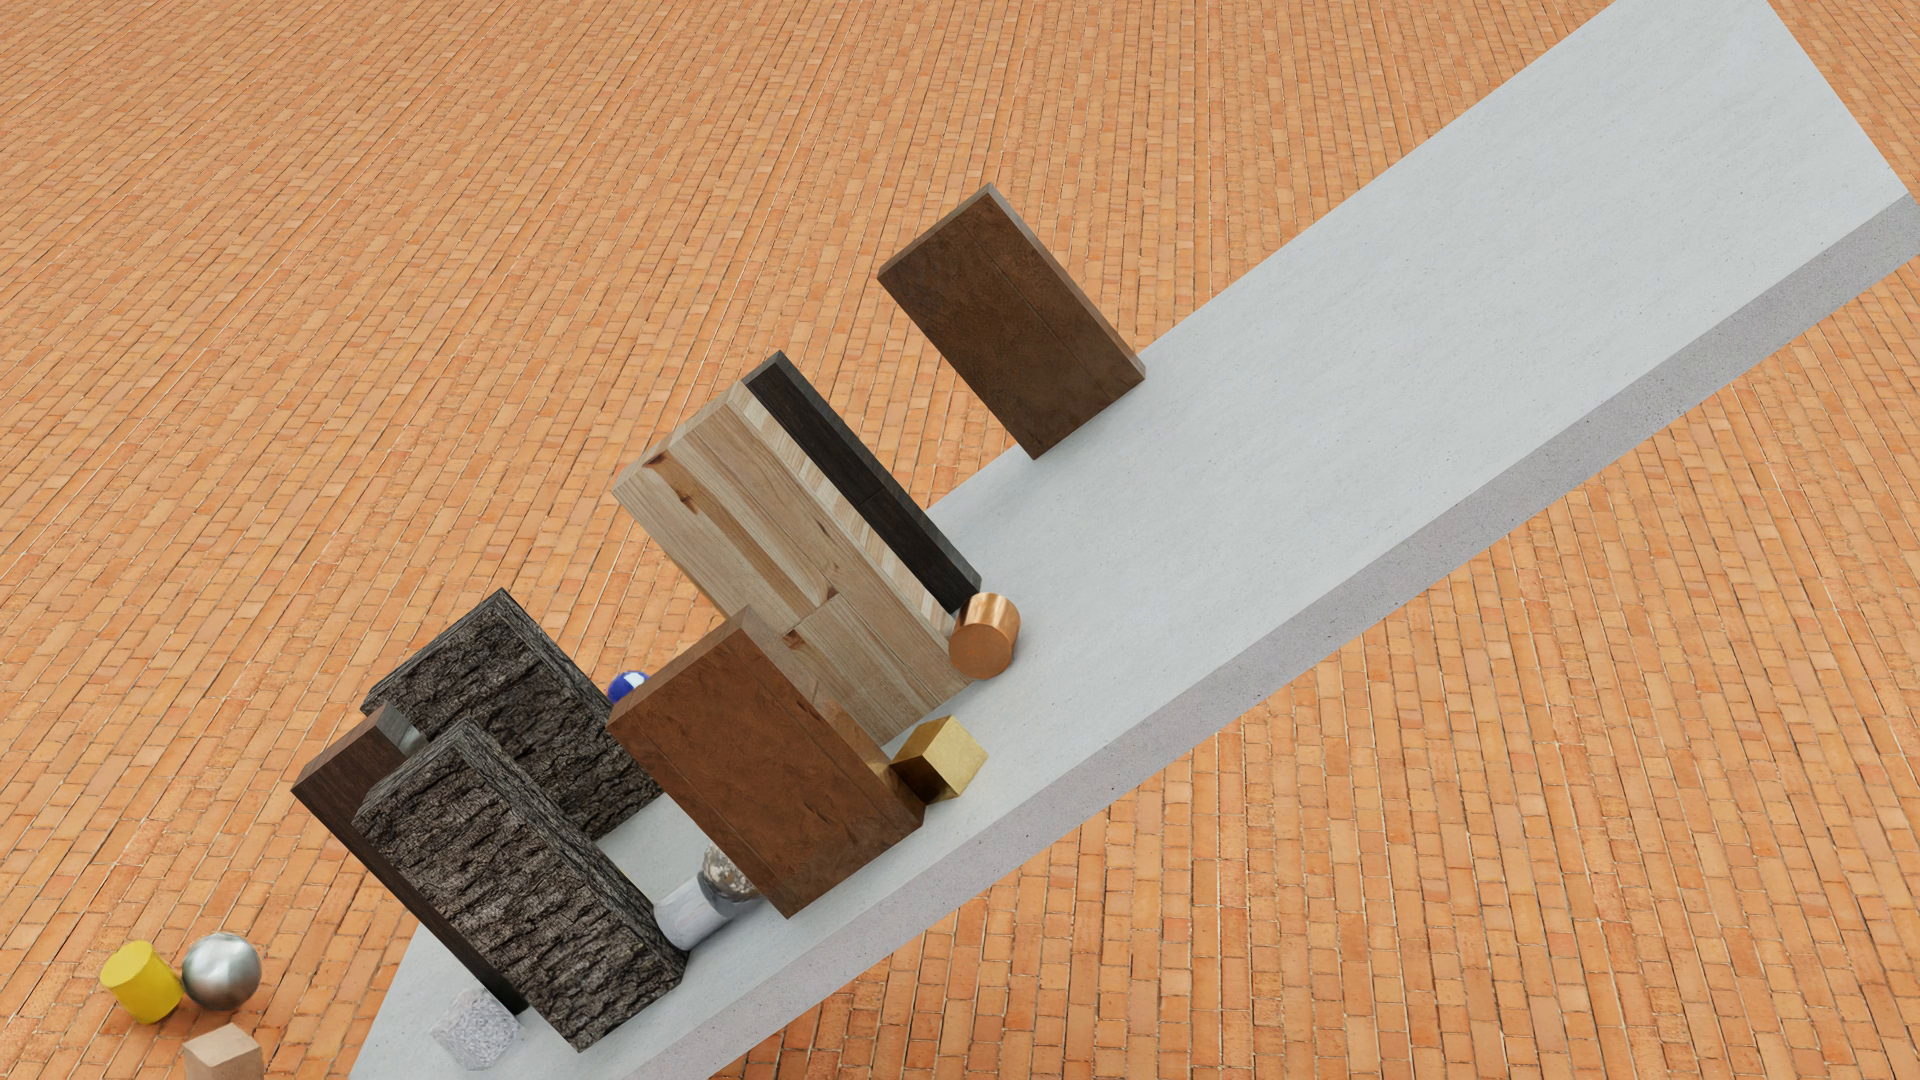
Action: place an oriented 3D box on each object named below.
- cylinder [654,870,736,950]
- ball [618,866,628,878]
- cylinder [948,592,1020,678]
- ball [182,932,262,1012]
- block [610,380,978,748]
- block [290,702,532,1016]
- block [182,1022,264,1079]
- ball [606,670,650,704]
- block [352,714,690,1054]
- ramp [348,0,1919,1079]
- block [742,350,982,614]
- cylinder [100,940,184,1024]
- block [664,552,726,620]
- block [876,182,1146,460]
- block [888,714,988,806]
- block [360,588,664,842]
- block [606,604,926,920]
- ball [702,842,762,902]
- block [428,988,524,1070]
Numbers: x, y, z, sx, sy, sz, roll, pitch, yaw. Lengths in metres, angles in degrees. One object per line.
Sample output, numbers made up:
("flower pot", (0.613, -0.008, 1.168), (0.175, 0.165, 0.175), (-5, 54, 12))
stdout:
("cylinder", (-0.539, 0.752, 5.976), (0.118, 0.118, 0.118), (-37, 19, 15))
("ball", (-0.781, 0.762, 6.393), (0.130, 0.130, 0.130), (0, 24, 0))
("cylinder", (0.051, 0.196, 6.049), (0.131, 0.131, 0.131), (4, 28, 8))
("ball", (-1.842, 1.077, 7.336), (0.195, 0.195, 0.195), (0, 24, 0))
("block", (-0.330, 0.071, 6.079), (0.330, 0.781, 0.115), (-36, 16, 18))
("block", (-1.097, 0.694, 6.359), (0.258, 0.707, 0.114), (-36, 16, 18))
("block", (-1.752, 1.259, 7.004), (0.134, 0.134, 0.134), (-20, 31, -38))
("ball", (-0.841, 0.407, 7.576), (0.142, 0.142, 0.142), (0, 24, 0))
("block", (-0.873, 0.693, 5.899), (0.279, 0.670, 0.144), (-36, 16, 18))
("ramp", (0.119, 0.186, 6.344), (4.000, 0.100, 2.000), (-36, 16, 18))
("block", (-0.284, -0.068, 6.508), (0.287, 0.694, 0.082), (-36, 16, 18))
("cylinder", (-2.026, 1.097, 7.293), (0.146, 0.146, 0.146), (-20, 34, 15))
("block", (-0.436, 0.075, 6.977), (0.312, 0.428, 0.113), (-36, 16, 18))
("block", (0.123, -0.512, 6.939), (0.338, 0.584, 0.087), (-36, 16, 18))
("block", (-0.041, 0.426, 5.683), (0.113, 0.113, 0.113), (-21, 25, 51))
("block", (-1.056, 0.475, 7.028), (0.436, 0.611, 0.115), (-36, 16, 18))
("block", (-0.370, 0.432, 5.668), (0.347, 0.531, 0.104), (-36, 16, 18))
("ball", (-0.446, 0.658, 5.949), (0.150, 0.150, 0.150), (0, 24, 0))
("block", (-1.046, 1.057, 6.351), (0.122, 0.122, 0.122), (-50, 18, -28))
